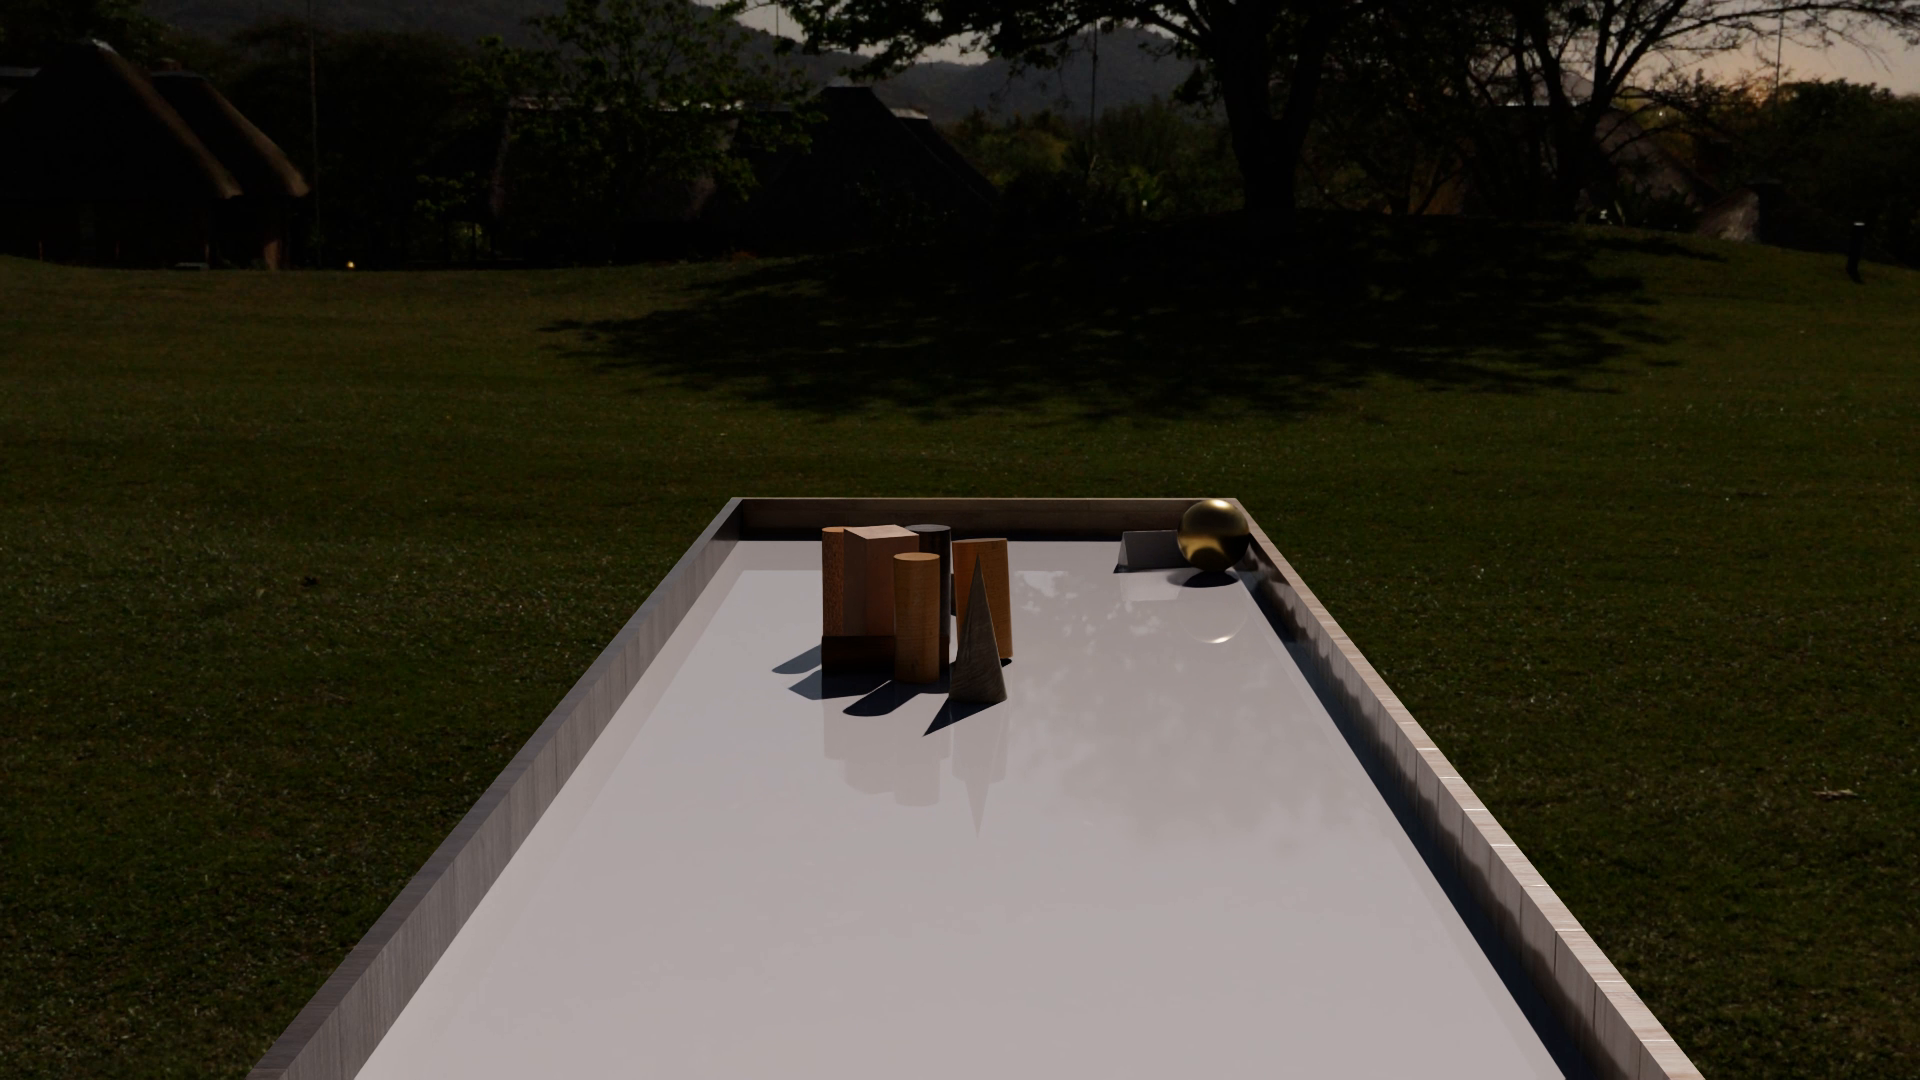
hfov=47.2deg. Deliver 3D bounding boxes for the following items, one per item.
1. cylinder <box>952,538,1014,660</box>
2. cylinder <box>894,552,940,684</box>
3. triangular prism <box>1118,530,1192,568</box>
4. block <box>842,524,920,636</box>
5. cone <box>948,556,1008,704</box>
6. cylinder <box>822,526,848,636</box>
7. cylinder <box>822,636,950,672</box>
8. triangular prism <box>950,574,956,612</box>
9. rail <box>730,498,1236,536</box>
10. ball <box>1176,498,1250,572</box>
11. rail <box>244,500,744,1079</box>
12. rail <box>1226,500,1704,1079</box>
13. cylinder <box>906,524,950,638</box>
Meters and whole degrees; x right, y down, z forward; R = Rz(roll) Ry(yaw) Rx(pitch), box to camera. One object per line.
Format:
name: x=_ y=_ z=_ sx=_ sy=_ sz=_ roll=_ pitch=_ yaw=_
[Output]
cylinder: x=0.069 y=0.179 z=6.684 sx=0.169 sy=0.358 sz=0.169 roll=-3 pitch=3 yaw=0
cylinder: x=-0.126 y=0.227 z=6.406 sx=0.134 sy=0.364 sz=0.134 roll=0 pitch=10 yaw=0
triangular prism: x=0.801 y=0.028 z=8.392 sx=0.370 sy=0.131 sz=0.151 roll=-2 pitch=9 yaw=-11
block: x=-0.242 y=0.167 z=6.678 sx=0.173 sy=0.392 sz=0.173 roll=-4 pitch=13 yaw=-26
cone: x=0.050 y=0.238 z=6.171 sx=0.169 sy=0.418 sz=0.169 roll=0 pitch=9 yaw=0
cylinder: x=-0.377 y=0.147 z=6.921 sx=0.113 sy=0.364 sz=0.113 roll=0 pitch=9 yaw=0
cylinder: x=-0.222 y=0.337 z=6.543 sx=0.378 sy=0.106 sz=0.106 roll=0 pitch=9 yaw=-2
triangular prism: x=0.016 y=0.180 z=7.514 sx=0.124 sy=0.107 sz=0.341 roll=-5 pitch=10 yaw=-30
rail: x=0.099 y=-0.098 z=9.147 sx=2.100 sy=0.150 sz=0.050 roll=0 pitch=9 yaw=1
ball: x=0.950 y=-0.018 z=8.247 sx=0.273 sy=0.273 sz=0.273 roll=0 pitch=9 yaw=0
rail: x=-1.004 y=0.839 z=3.234 sx=0.050 sy=0.150 sz=12.000 roll=0 pitch=9 yaw=1
rail: x=1.046 y=0.843 z=3.208 sx=0.050 sy=0.150 sz=12.000 roll=0 pitch=9 yaw=1
cylinder: x=-0.102 y=0.143 z=6.934 sx=0.146 sy=0.367 sz=0.146 roll=0 pitch=9 yaw=0
